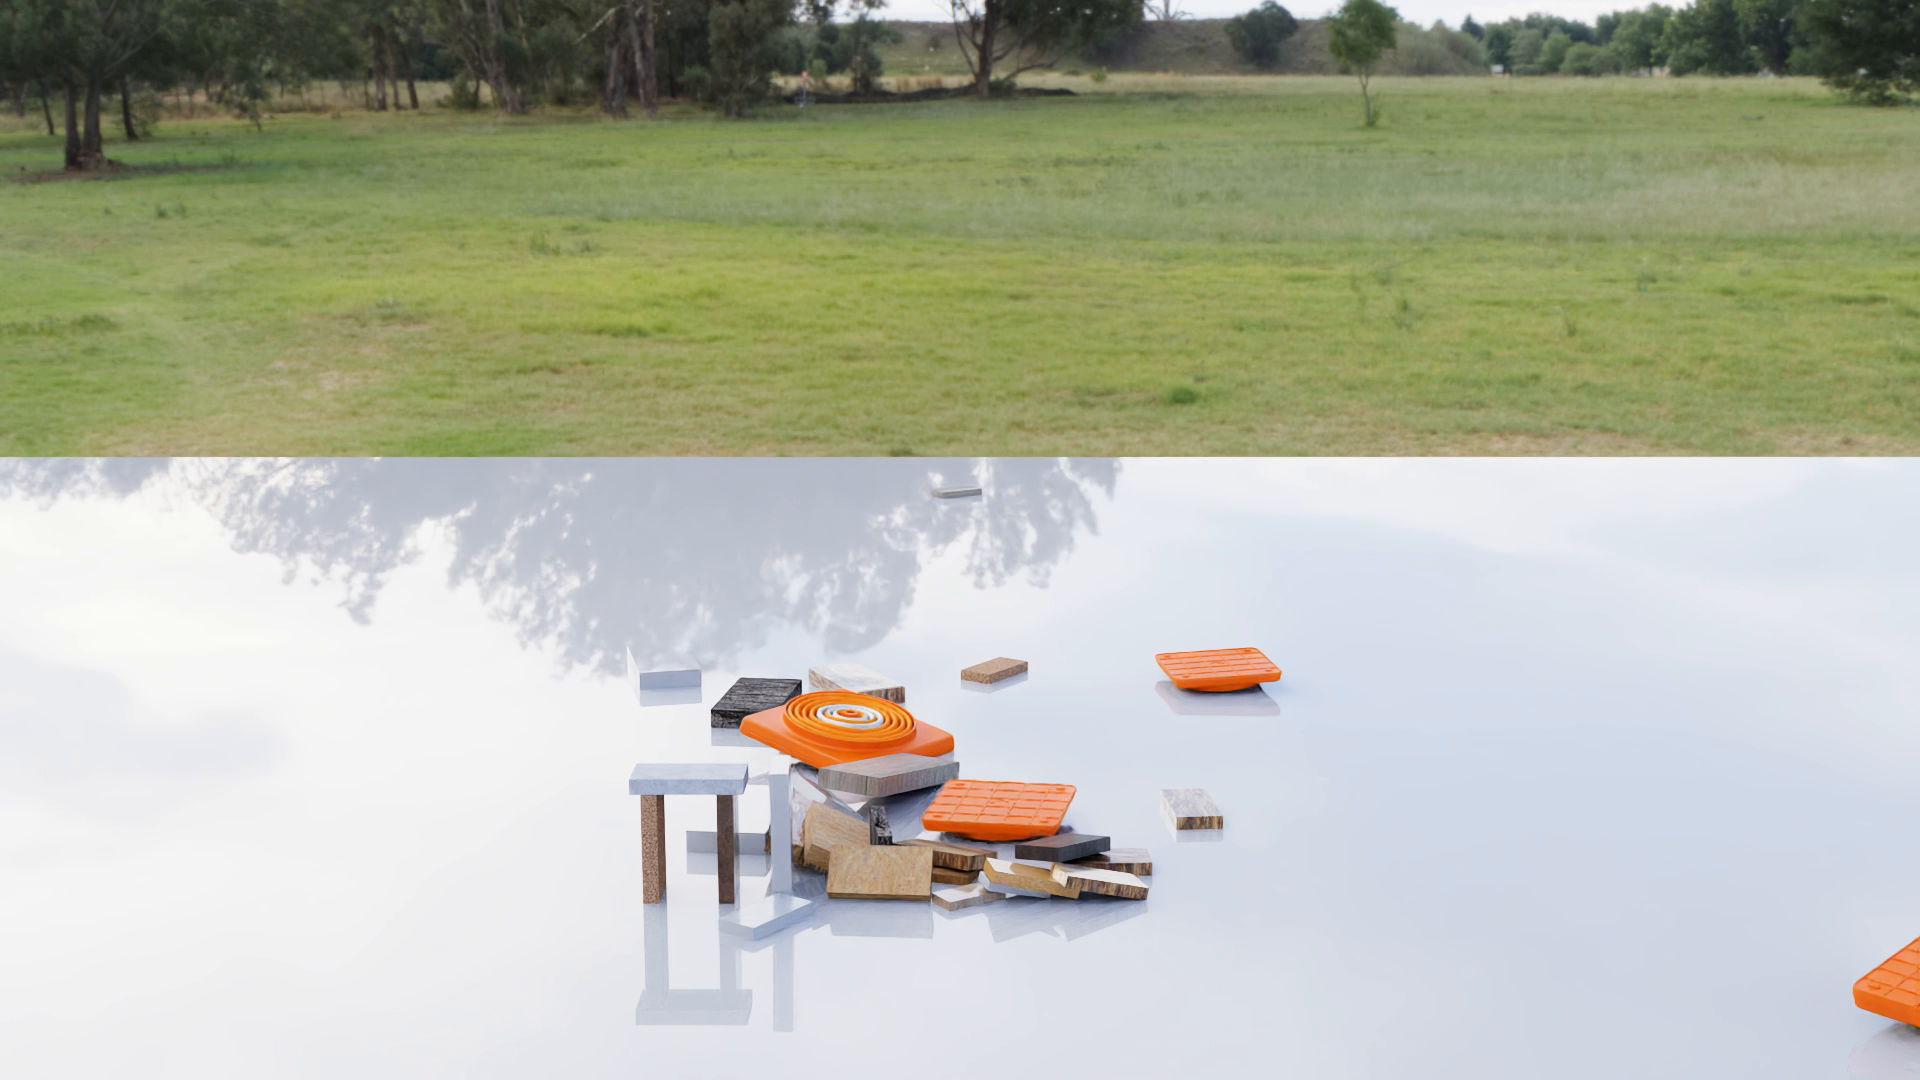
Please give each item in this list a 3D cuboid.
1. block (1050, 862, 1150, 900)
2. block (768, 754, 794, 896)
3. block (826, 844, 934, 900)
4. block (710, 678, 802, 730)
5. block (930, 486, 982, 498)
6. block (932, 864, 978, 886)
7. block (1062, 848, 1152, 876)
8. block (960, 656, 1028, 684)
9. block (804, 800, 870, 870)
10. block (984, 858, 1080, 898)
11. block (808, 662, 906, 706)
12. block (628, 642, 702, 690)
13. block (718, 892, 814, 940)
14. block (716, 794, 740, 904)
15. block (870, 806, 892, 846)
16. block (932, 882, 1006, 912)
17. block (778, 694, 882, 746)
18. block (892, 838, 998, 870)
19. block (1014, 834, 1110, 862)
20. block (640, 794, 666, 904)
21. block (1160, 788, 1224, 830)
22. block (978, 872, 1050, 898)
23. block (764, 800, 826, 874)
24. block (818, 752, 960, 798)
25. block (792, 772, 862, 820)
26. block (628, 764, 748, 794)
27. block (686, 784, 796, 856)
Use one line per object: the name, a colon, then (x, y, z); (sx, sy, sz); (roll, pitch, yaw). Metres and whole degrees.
block: (0.231, 0.565, 3.646); (0.149, 0.021, 0.074); (12, 6, -20)
block: (-0.295, 0.480, 3.651); (0.031, 0.222, 0.111); (-1, 11, -2)
block: (-0.132, 0.552, 3.653); (0.171, 0.085, 0.024); (1, -31, 5)
block: (-0.443, 0.357, 4.816); (0.142, 0.040, 0.284); (1, 11, 7)
block: (-0.013, -0.168, 7.685); (0.161, 0.023, 0.081); (-7, 12, -32)
block: (-0.031, 0.568, 3.746); (0.111, 0.016, 0.055); (3, 11, 18)
block: (0.247, 0.555, 3.792); (0.161, 0.023, 0.081); (0, 11, -2)
block: (0.081, 0.305, 5.143); (0.081, 0.023, 0.161); (7, 13, 35)
block: (-0.212, 0.522, 3.803); (0.111, 0.031, 0.222); (25, 10, -9)
block: (0.119, 0.560, 3.644); (0.149, 0.021, 0.074); (12, 6, -12)
block: (-0.235, 0.328, 4.979); (0.128, 0.036, 0.256); (-5, 12, -25)
block: (-0.695, 0.294, 5.155); (0.142, 0.040, 0.283); (-3, 11, -14)
block: (-0.311, 0.604, 3.534); (0.074, 0.021, 0.149); (7, 13, 35)
block: (-0.384, 0.499, 3.650); (0.026, 0.186, 0.093); (0, 11, 0)
block: (-0.136, 0.525, 3.787); (0.024, 0.086, 0.171); (-1, 11, -7)
block: (0.014, 0.588, 3.636); (0.111, 0.016, 0.055); (-7, 13, -33)
block: (-0.274, 0.383, 4.687); (0.128, 0.036, 0.256); (4, 11, 20)
block: (-0.030, 0.542, 3.795); (0.172, 0.024, 0.086); (4, 1, 36)
block: (0.176, 0.525, 3.753); (0.086, 0.024, 0.172); (-1, 0, 34)
block: (-0.509, 0.499, 3.650); (0.026, 0.186, 0.093); (0, 11, 0)
block: (0.429, 0.500, 4.089); (0.086, 0.024, 0.172); (-1, 11, -5)
block: (0.091, 0.573, 3.654); (0.111, 0.016, 0.055); (10, 7, -18)
block: (-0.276, 0.517, 3.868); (0.111, 0.031, 0.222); (22, 10, -3)
block: (-0.132, 0.447, 4.193); (0.128, 0.036, 0.325); (6, 3, 27)
block: (-0.249, 0.481, 4.066); (0.086, 0.024, 0.171); (32, -4, -26)
block: (-0.447, 0.394, 3.630); (0.186, 0.026, 0.093); (0, 11, 0)
block: (-0.396, 0.507, 4.006); (0.142, 0.040, 0.284); (1, 11, 6)
